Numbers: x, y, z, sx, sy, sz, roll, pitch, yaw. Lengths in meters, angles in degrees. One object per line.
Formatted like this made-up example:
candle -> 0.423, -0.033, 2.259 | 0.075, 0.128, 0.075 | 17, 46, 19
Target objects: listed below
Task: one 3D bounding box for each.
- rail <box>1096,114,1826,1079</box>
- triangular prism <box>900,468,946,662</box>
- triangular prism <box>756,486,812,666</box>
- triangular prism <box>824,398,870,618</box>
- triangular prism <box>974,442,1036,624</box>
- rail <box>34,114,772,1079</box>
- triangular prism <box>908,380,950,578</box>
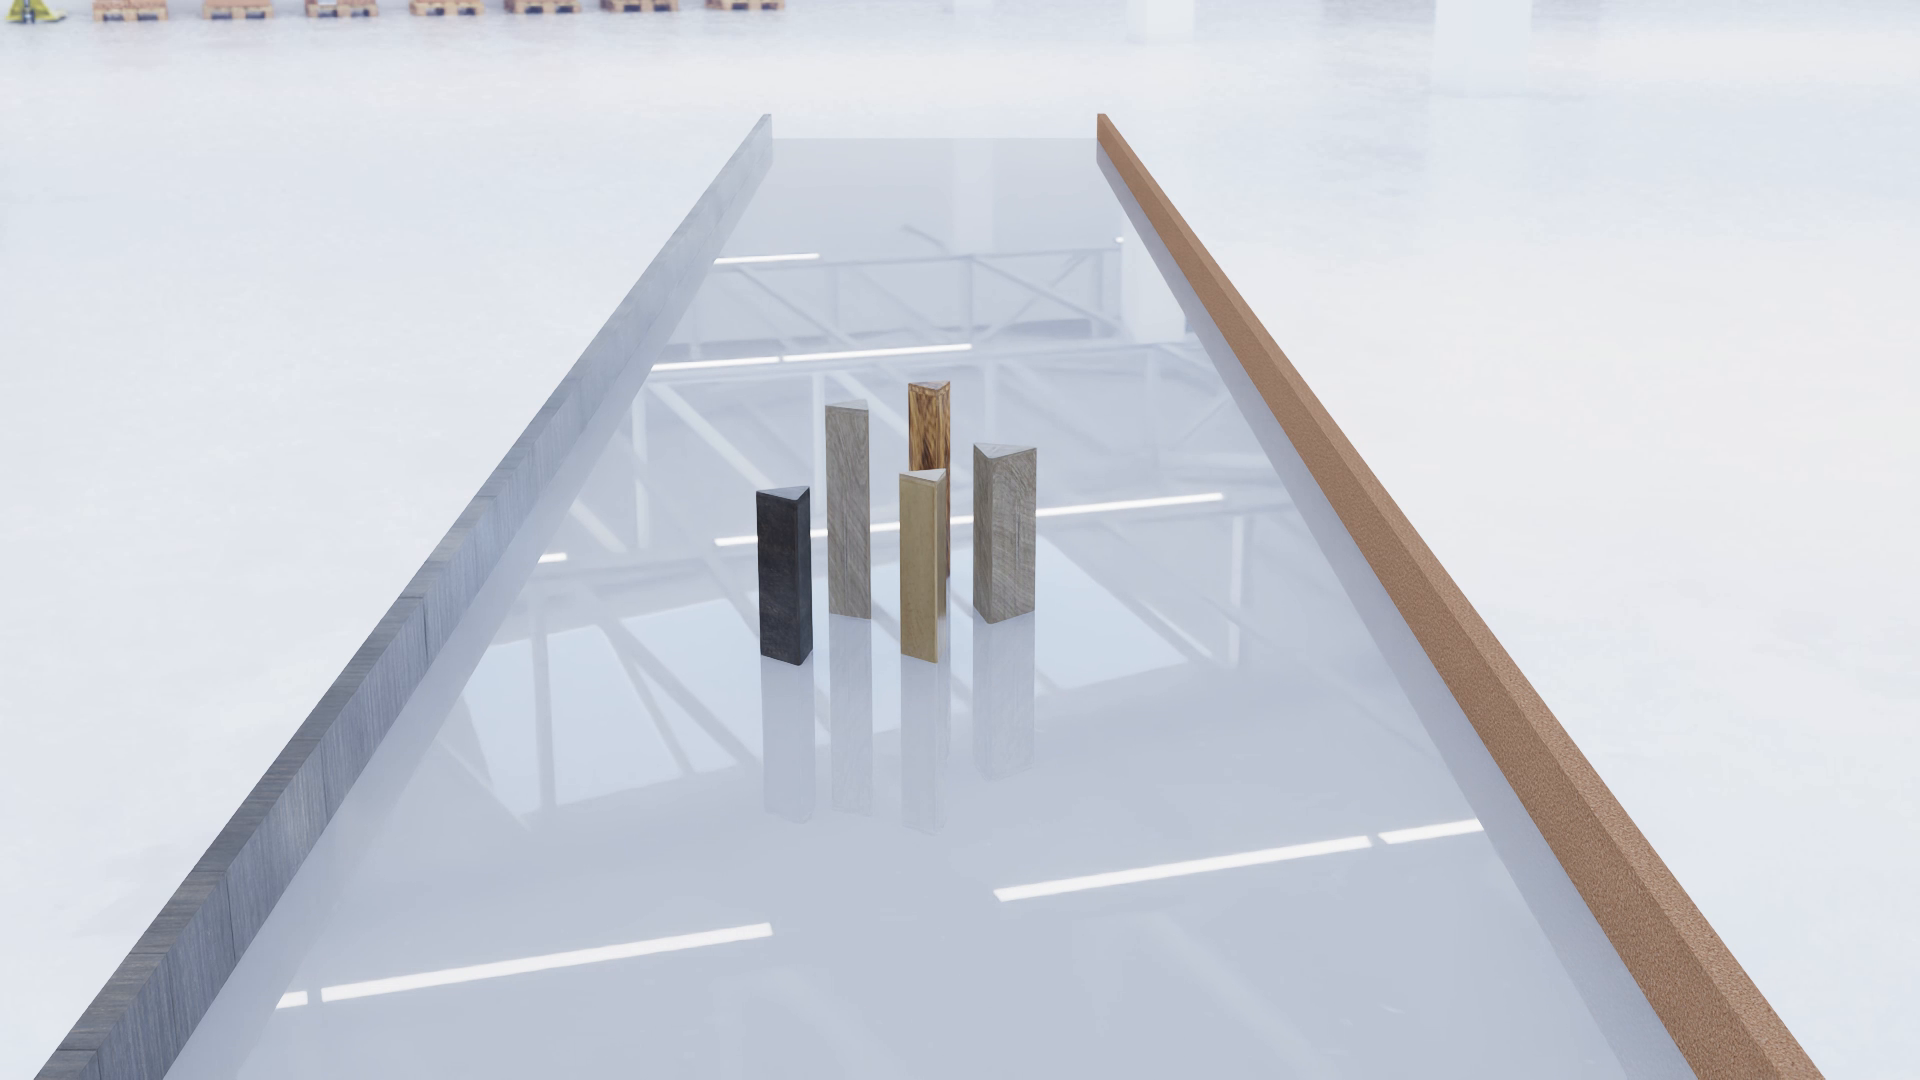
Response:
rail -> 0.932, -0.844, 7.801 | 0.050, 0.150, 12.000 | 0, 17, -1
triangular prism -> -0.057, 0.048, 4.404 | 0.096, 0.377, 0.083 | 14, 21, 39
triangular prism -> -0.332, 0.066, 4.403 | 0.109, 0.343, 0.094 | 13, 21, 38
triangular prism -> -0.217, -0.068, 4.657 | 0.101, 0.455, 0.087 | 8, 18, 24
triangular prism -> 0.071, -0.021, 4.666 | 0.136, 0.360, 0.118 | -15, 22, -42
rail -> -1.118, -0.838, 7.780 | 0.050, 0.150, 12.000 | 0, 17, -1
triangular prism -> -0.052, -0.128, 4.873 | 0.081, 0.447, 0.093 | -15, 22, -41
